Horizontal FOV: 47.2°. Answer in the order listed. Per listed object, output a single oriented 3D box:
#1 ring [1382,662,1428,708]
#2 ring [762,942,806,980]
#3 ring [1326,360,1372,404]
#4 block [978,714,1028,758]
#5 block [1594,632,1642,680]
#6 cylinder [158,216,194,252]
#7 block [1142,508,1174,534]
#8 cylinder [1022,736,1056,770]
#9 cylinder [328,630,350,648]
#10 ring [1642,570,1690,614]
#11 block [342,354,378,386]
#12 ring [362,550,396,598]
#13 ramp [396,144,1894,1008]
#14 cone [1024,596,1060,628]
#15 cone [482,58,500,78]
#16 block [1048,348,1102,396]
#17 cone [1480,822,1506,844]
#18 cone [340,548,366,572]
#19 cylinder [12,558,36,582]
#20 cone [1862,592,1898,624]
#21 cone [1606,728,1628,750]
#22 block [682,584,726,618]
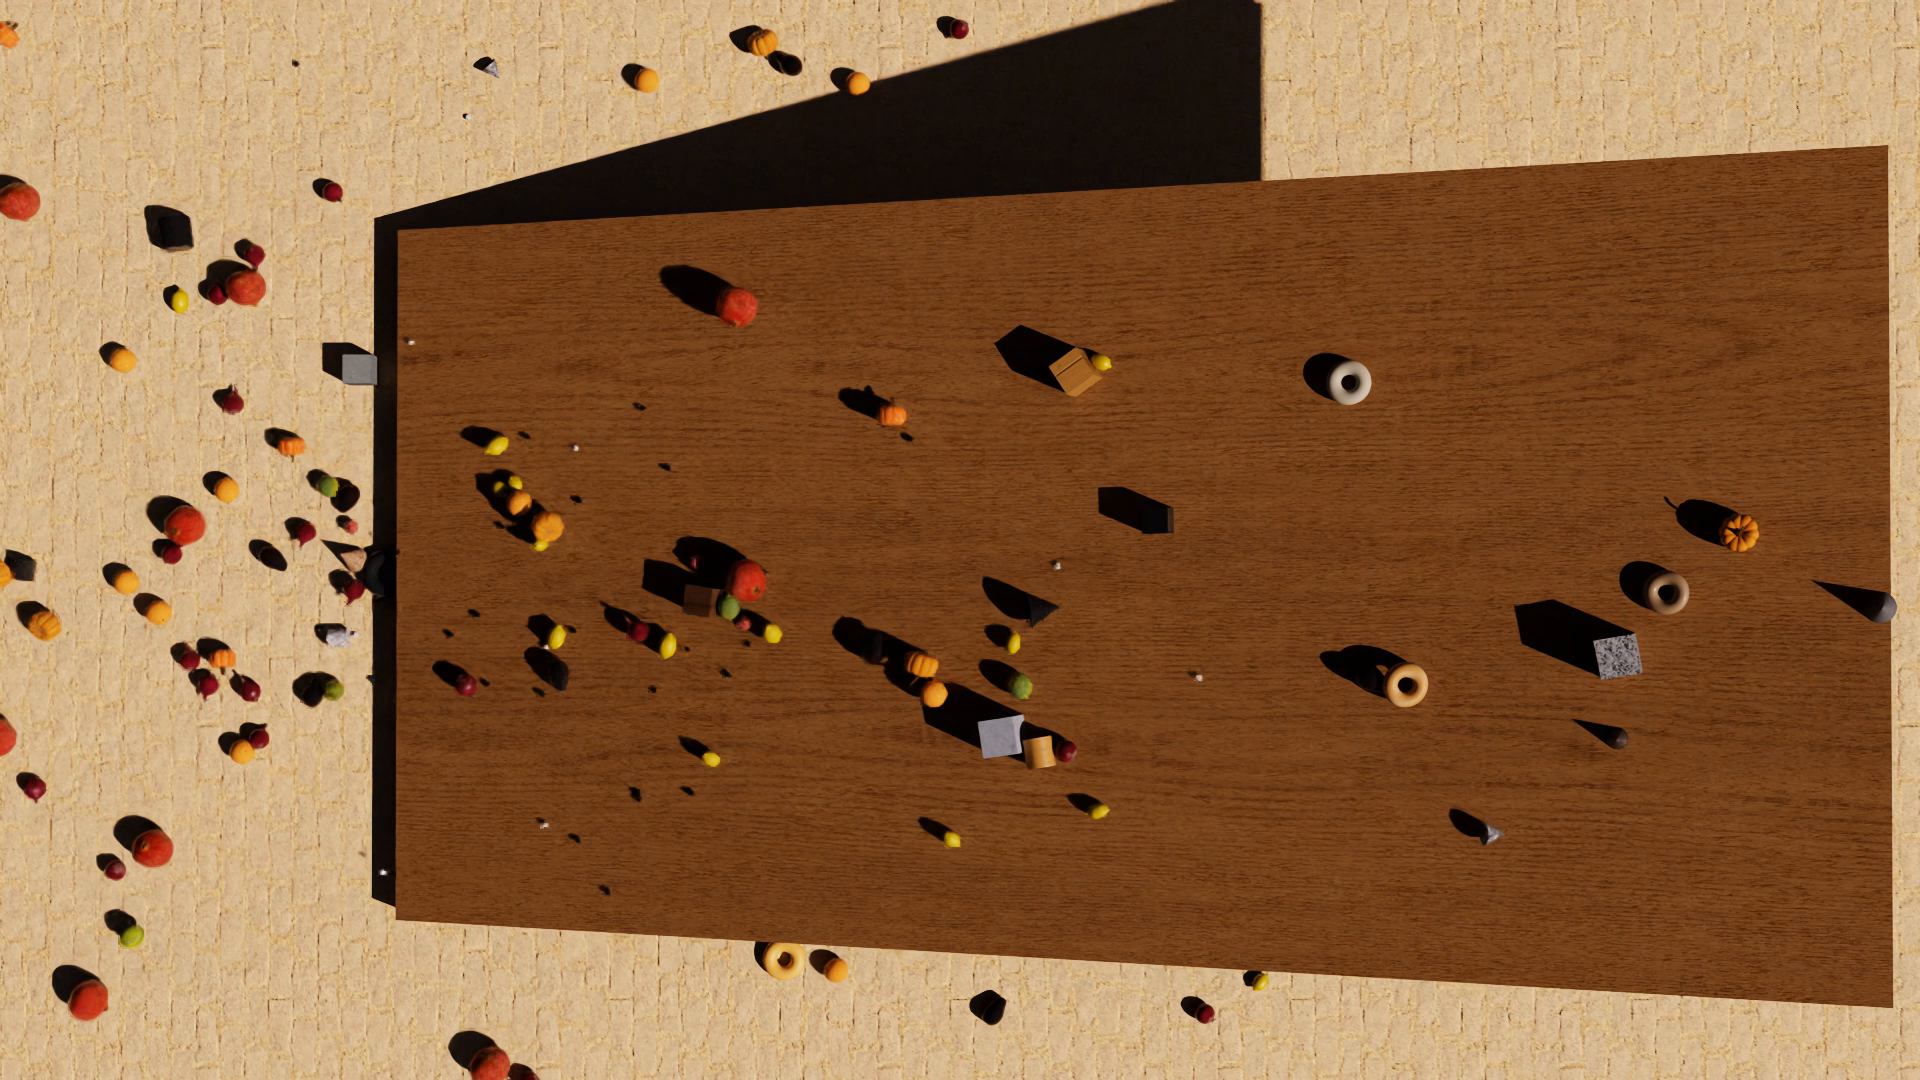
[{"bbox_3d":[1.096,0.356,5.415,0.114,0.038,0.114,0,98,-3],"label":"ring"},{"bbox_3d":[-0.515,1.225,6.433,0.126,0.042,0.126,0,90,1],"label":"ring"},{"bbox_3d":[0.969,-0.393,5.483,0.113,0.038,0.113,0,90,17],"label":"ring"},{"bbox_3d":[0.113,0.511,5.728,0.096,0.096,0.096,-10,86,18],"label":"block"},{"bbox_3d":[1.569,0.277,5.241,0.094,0.094,0.094,-11,86,18],"label":"block"},{"bbox_3d":[-2.293,-0.896,6.438,0.090,0.090,0.090,-8,89,0],"label":"cylinder"},{"bbox_3d":[0.506,-0.049,5.619,0.066,0.066,0.066,-2,89,19],"label":"block"},{"bbox_3d":[0.206,0.551,5.706,0.077,0.077,0.077,-9,86,0],"label":"cylinder"},{"bbox_3d":[-1.819,0.289,6.440,0.054,0.054,0.054,-2,89,0],"label":"cylinder"},{"bbox_3d":[1.681,0.125,5.236,0.107,0.036,0.107,1,93,21],"label":"ring"},{"bbox_3d":[-1.754,-0.497,6.436,0.083,0.083,0.083,0,89,0],"label":"block"},{"bbox_3d":[-1.682,0.098,6.446,0.143,0.048,0.143,0,88,0],"label":"ring"},{"bbox_3d":[0.278,0.092,5.782,4.000,0.100,2.000,0,89,19],"label":"ramp"},{"bbox_3d":[0.219,0.180,5.727,0.087,0.087,0.087,-8,89,-8],"label":"cone"},{"bbox_3d":[-1.373,-1.380,6.478,0.053,0.053,0.053,-39,116,0],"label":"cone"},{"bbox_3d":[0.299,-0.434,5.683,0.087,0.087,0.087,-35,79,15],"label":"block"},{"bbox_3d":[1.304,0.715,5.361,0.055,0.055,0.055,0,89,-8],"label":"cone"},{"bbox_3d":[-1.786,0.050,6.420,0.074,0.074,0.074,-6,74,23],"label":"cone"},{"bbox_3d":[-2.740,0.089,6.440,0.059,0.059,0.059,9,89,0],"label":"cylinder"},{"bbox_3d":[2.122,0.156,5.066,0.074,0.074,0.074,0,89,19],"label":"cone"},{"bbox_3d":[1.570,0.476,5.259,0.054,0.054,0.054,0,89,19],"label":"cone"},{"bbox_3d":[-0.702,0.166,6.016,0.081,0.081,0.081,9,92,19],"label":"block"}]
